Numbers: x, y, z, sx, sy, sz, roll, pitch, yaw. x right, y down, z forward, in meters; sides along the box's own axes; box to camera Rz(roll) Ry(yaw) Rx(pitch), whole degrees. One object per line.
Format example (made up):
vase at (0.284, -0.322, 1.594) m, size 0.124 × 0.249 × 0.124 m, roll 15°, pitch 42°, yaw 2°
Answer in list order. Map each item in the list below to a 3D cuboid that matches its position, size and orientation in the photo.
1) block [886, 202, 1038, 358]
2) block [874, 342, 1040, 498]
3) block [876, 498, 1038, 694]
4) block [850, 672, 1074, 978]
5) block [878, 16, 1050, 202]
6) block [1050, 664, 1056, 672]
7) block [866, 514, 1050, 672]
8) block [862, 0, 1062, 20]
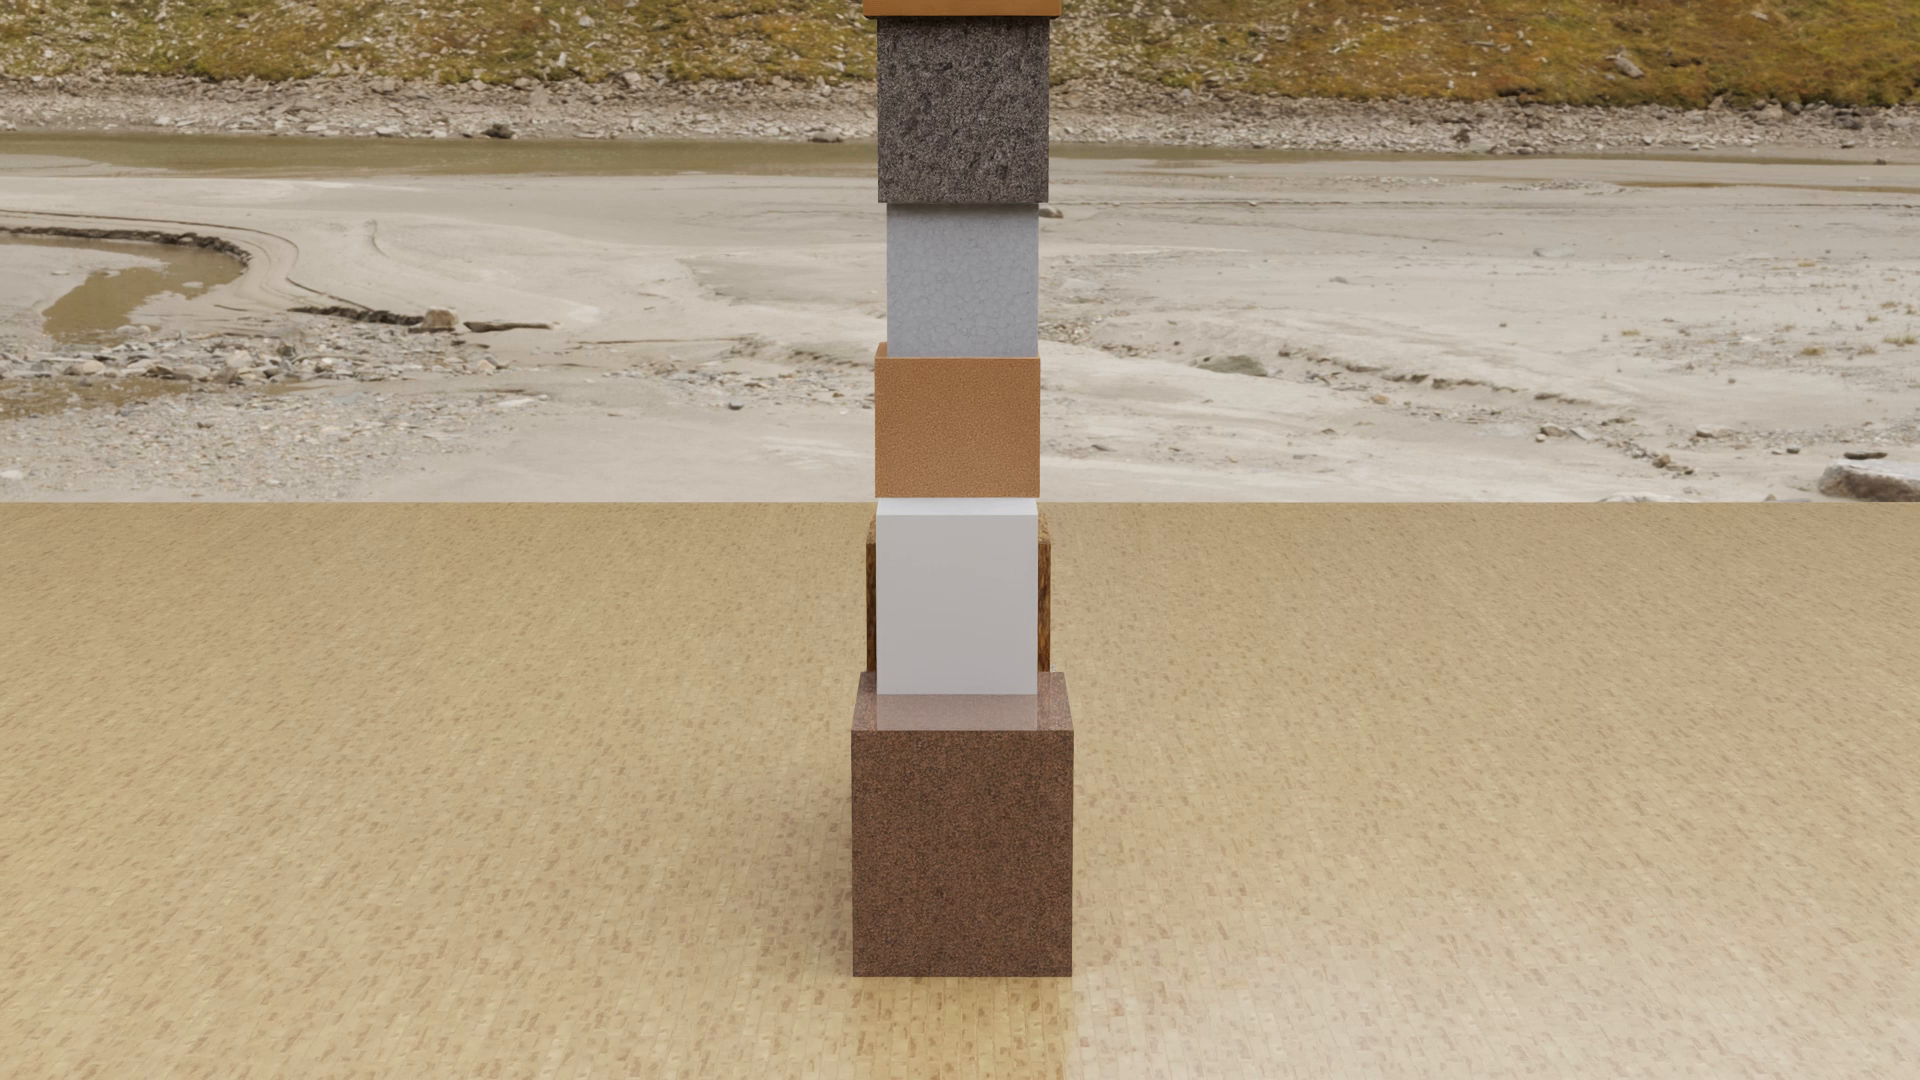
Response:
block at (0.011, -1.135, 10.980) m, size 0.631 × 0.645 × 0.585 m, roll 0°, pitch 10°, yaw 0°
block at (-0.011, -0.528, 11.088) m, size 0.693 × 0.587 × 0.695 m, roll 0°, pitch 10°, yaw 0°
block at (-0.012, 0.197, 10.810) m, size 0.656 × 0.743 × 0.766 m, roll 0°, pitch 10°, yaw 0°
block at (0.009, 1.140, 10.499) m, size 0.862 × 1.001 × 0.991 m, roll 0°, pitch 10°, yaw 0°
block at (0.014, -1.824, 10.857) m, size 0.703 × 0.755 × 0.703 m, roll 0°, pitch 10°, yaw 0°
block at (0.002, 1.056, 11.423) m, size 0.862 × 0.836 × 0.839 m, roll 0°, pitch 10°, yaw 0°
block at (-0.007, 0.265, 11.623) m, size 0.806 × 0.649 × 0.792 m, roll 0°, pitch 10°, yaw 0°
block at (0.008, -2.550, 10.728) m, size 0.803 × 0.719 × 0.804 m, roll 0°, pitch 10°, yaw 0°
